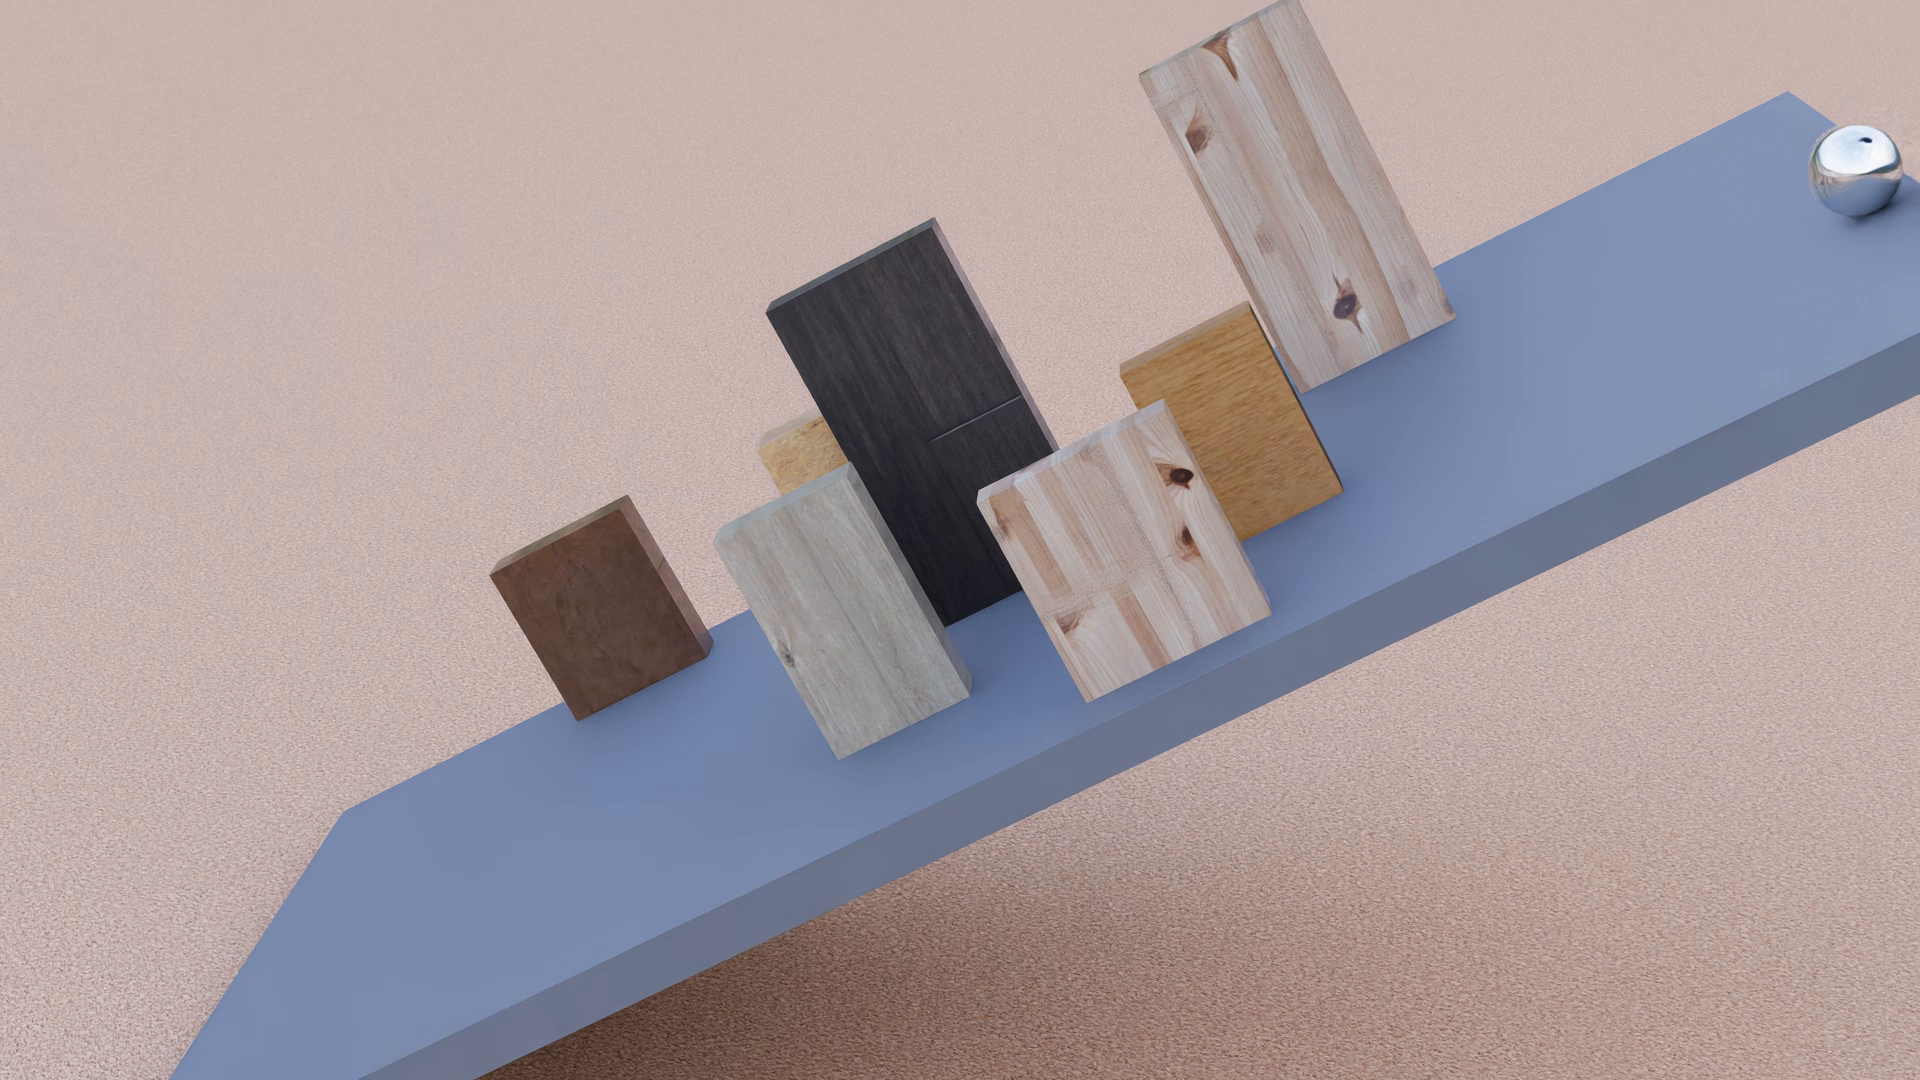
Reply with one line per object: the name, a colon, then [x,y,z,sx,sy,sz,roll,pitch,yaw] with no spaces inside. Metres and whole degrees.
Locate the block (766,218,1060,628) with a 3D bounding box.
block: [-0.045,-0.244,6.257,0.396,0.785,0.107,-26,14,11]

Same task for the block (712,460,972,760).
block: [-0.229,0.142,5.826,0.299,0.510,0.107,-26,14,11]

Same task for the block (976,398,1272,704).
block: [0.301,0.022,5.373,0.380,0.432,0.087,-26,14,11]

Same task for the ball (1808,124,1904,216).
ball: [1.736,-0.717,5.701,0.176,0.176,0.176,0,17,0]

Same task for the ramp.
ramp: [0.141,0.167,6.281,4.000,0.100,2.000,-26,14,11]

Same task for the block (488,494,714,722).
block: [-0.872,0.167,7.179,0.369,0.425,0.120,-26,14,11]

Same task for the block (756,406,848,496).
block: [-0.199,-0.056,6.461,0.270,0.513,0.131,-26,14,11]

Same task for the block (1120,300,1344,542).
block: [0.536,-0.222,5.813,0.283,0.412,0.095,-26,14,11]

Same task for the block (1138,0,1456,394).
block: [0.748,-0.762,6.510,0.383,0.795,0.097,-26,14,11]
